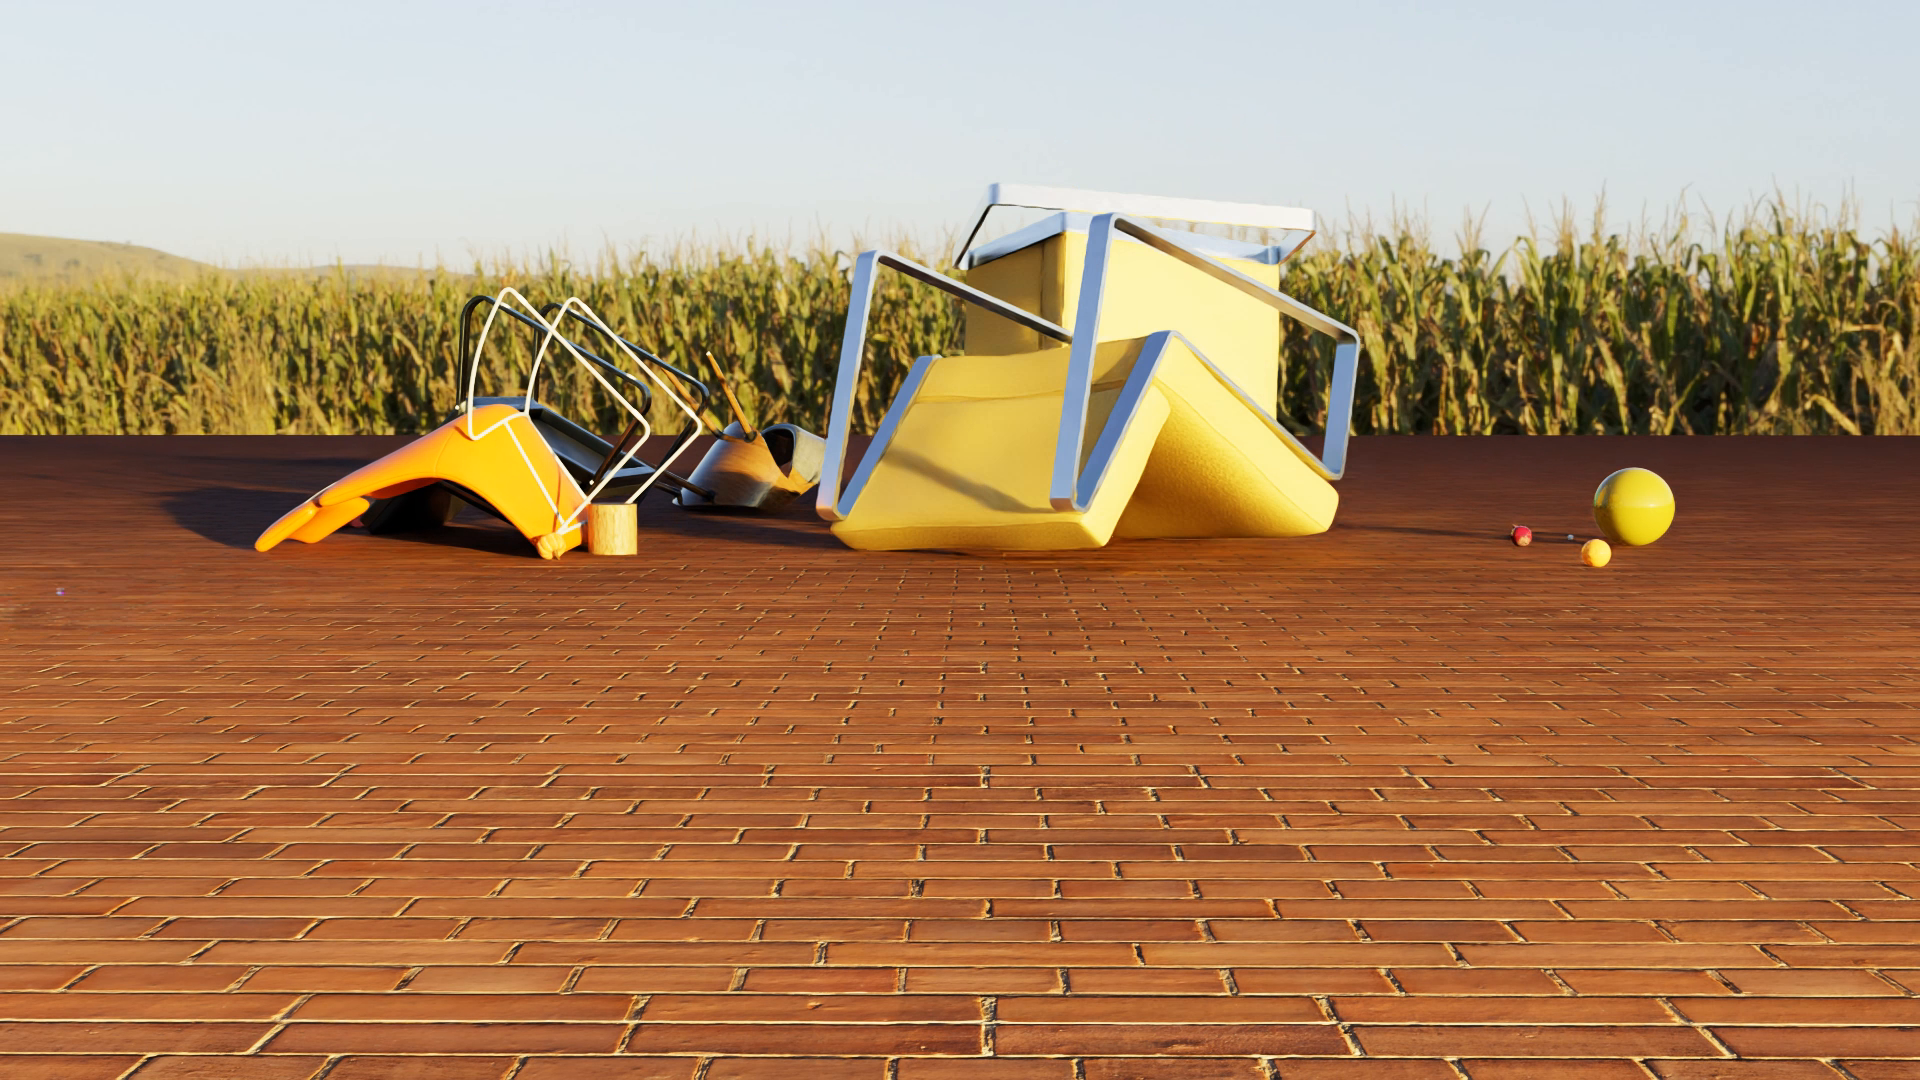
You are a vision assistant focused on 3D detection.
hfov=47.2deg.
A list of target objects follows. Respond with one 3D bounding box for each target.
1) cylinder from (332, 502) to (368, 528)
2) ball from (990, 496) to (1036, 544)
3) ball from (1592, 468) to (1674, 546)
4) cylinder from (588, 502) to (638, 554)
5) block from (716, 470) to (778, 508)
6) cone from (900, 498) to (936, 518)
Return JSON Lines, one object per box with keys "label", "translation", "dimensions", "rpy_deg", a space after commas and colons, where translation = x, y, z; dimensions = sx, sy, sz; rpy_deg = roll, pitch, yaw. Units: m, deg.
{"label": "cylinder", "translation": [-1.986, -0.082, 7.157], "dimensions": [0.072, 0.080, 0.089], "rpy_deg": [3, -6, 33]}
{"label": "ball", "translation": [0.154, -0.057, 6.384], "dimensions": [0.137, 0.137, 0.137], "rpy_deg": [0, 4, 0]}
{"label": "ball", "translation": [1.921, -0.094, 6.272], "dimensions": [0.225, 0.225, 0.225], "rpy_deg": [0, 4, 0]}
{"label": "cylinder", "translation": [-0.952, -0.032, 6.026], "dimensions": [0.125, 0.134, 0.149], "rpy_deg": [-3, 5, -41]}
{"label": "block", "translation": [-0.816, -0.197, 8.425], "dimensions": [0.232, 0.135, 0.080], "rpy_deg": [-3, 5, -39]}
{"label": "cone", "translation": [-0.163, -0.098, 7.738], "dimensions": [0.127, 0.069, 0.119], "rpy_deg": [-1, -12, -17]}
